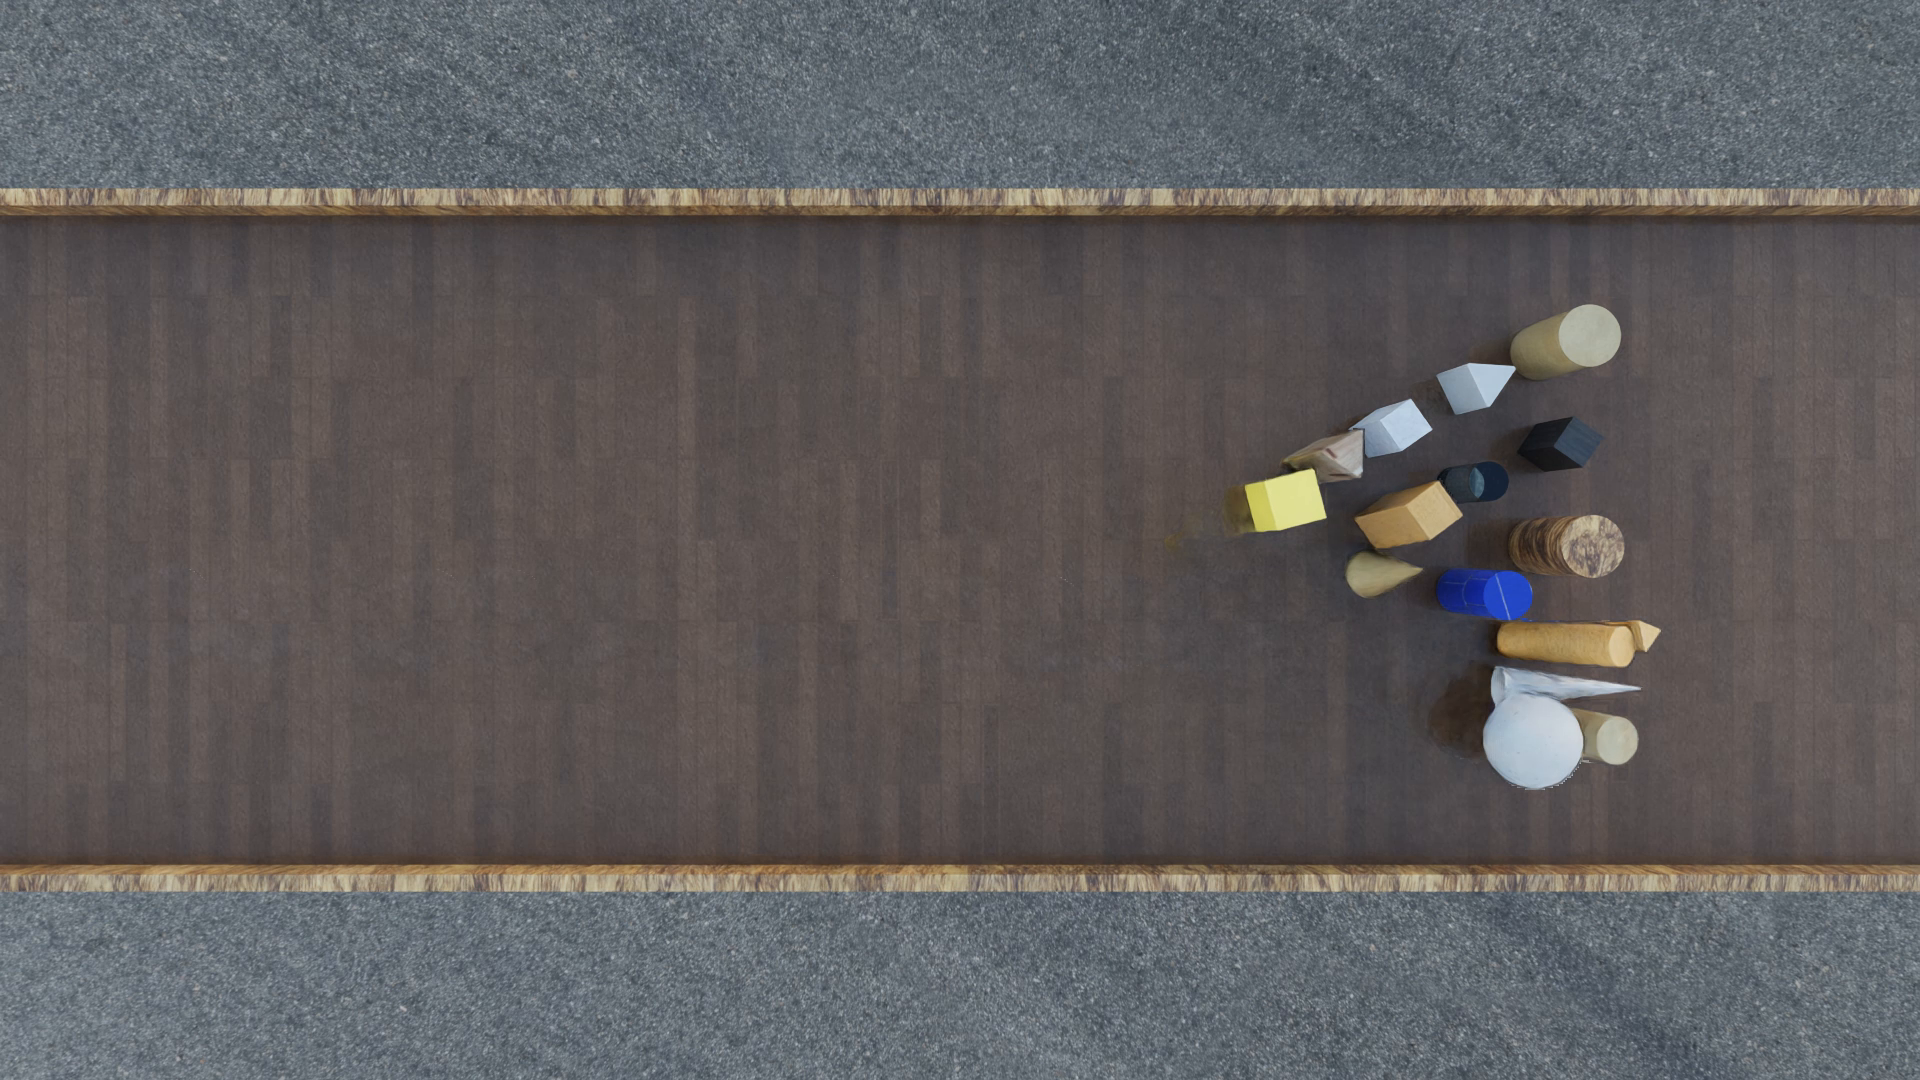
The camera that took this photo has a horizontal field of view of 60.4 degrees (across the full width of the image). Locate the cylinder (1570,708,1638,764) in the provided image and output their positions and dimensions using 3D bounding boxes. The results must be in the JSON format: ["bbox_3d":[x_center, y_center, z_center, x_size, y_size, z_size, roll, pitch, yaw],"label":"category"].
[{"bbox_3d":[1.854,0.576,4.905,0.139,0.318,0.139,0,91,-14],"label":"cylinder"}]

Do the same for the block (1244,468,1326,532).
[{"bbox_3d":[0.965,-0.116,4.909,0.147,0.334,0.147,-15,90,0],"label":"block"}]

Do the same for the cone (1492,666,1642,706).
[{"bbox_3d":[1.842,0.445,4.963,0.450,0.124,0.124,1,90,-2],"label":"cone"}]

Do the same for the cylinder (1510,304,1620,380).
[{"bbox_3d":[1.781,-0.578,4.870,0.176,0.413,0.176,0,90,0],"label":"cylinder"}]

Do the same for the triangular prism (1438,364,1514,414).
[{"bbox_3d":[1.518,-0.475,4.923,0.119,0.308,0.138,34,90,0],"label":"triangular prism"}]

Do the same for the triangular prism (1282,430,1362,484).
[{"bbox_3d":[1.102,-0.262,4.913,0.135,0.317,0.117,32,83,-8],"label":"triangular prism"}]

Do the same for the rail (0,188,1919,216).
[{"bbox_3d":[-2.247,-1.025,5.002,12.000,0.150,0.050,0,90,0],"label":"rail"}]

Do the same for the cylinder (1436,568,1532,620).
[{"bbox_3d":[1.534,0.156,4.847,0.139,0.458,0.139,0,90,0],"label":"cylinder"}]

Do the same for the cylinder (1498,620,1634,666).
[{"bbox_3d":[1.787,0.304,4.880,0.117,0.391,0.117,0,90,-33],"label":"cylinder"}]

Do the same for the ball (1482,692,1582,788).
[{"bbox_3d":[1.667,0.583,4.803,0.275,0.275,0.275,0,90,0],"label":"ball"}]

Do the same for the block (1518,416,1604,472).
[{"bbox_3d":[1.787,-0.284,4.920,0.106,0.312,0.106,35,90,0],"label":"block"}]

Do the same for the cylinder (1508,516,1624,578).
[{"bbox_3d":[1.774,0.018,4.848,0.176,0.456,0.176,0,90,0],"label":"cylinder"}]

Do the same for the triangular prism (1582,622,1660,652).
[{"bbox_3d":[1.905,0.280,4.898,0.076,0.362,0.088,-13,92,-27],"label":"triangular prism"}]

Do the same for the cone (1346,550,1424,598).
[{"bbox_3d":[1.280,0.093,4.842,0.151,0.457,0.151,0,87,-5],"label":"cone"}]

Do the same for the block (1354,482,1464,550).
[{"bbox_3d":[1.313,-0.068,4.855,0.120,0.431,0.120,-36,90,-7],"label":"block"}]

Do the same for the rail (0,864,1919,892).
[{"bbox_3d":[-2.247,1.025,5.001,12.000,0.150,0.050,0,90,0],"label":"rail"}]

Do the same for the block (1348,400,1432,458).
[{"bbox_3d":[1.269,-0.327,4.884,0.107,0.386,0.107,-35,90,0],"label":"block"}]

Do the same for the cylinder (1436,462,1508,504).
[{"bbox_3d":[1.521,-0.169,4.909,0.115,0.334,0.115,0,90,0],"label":"cylinder"}]
